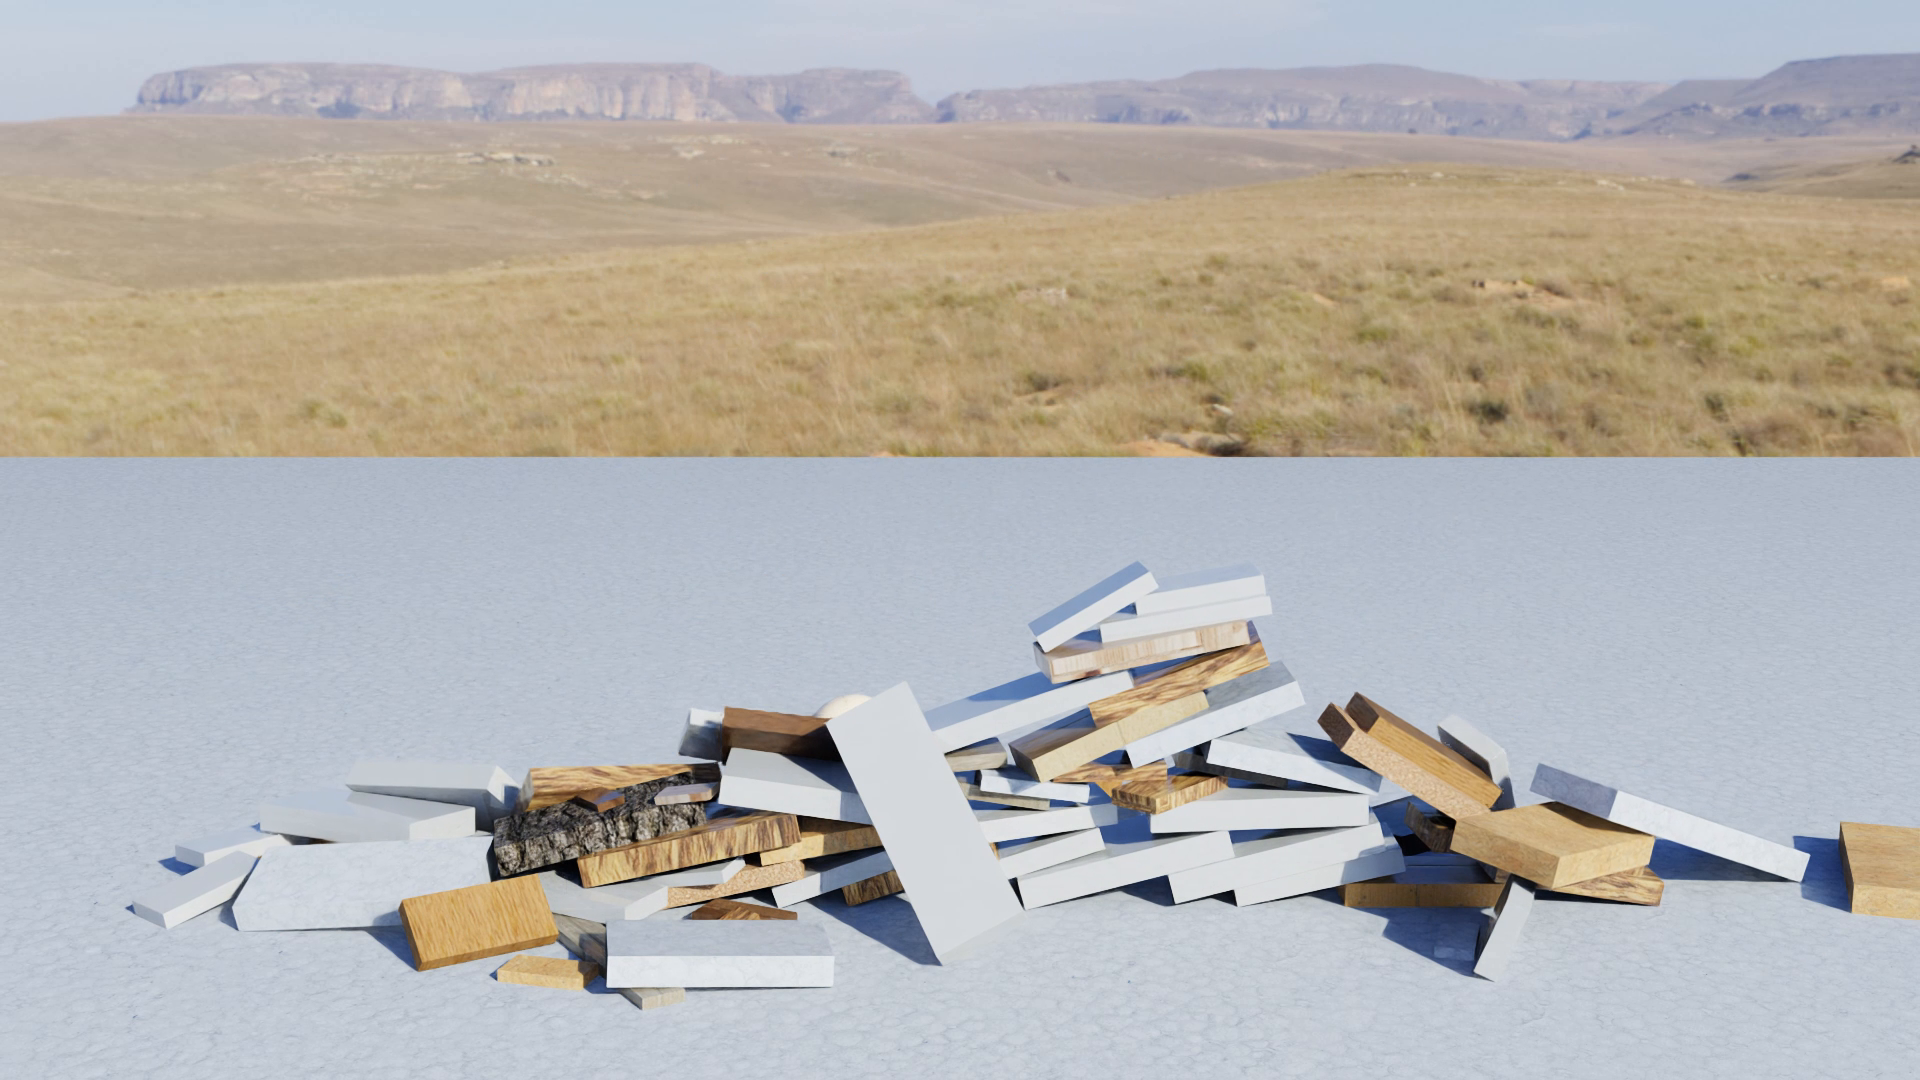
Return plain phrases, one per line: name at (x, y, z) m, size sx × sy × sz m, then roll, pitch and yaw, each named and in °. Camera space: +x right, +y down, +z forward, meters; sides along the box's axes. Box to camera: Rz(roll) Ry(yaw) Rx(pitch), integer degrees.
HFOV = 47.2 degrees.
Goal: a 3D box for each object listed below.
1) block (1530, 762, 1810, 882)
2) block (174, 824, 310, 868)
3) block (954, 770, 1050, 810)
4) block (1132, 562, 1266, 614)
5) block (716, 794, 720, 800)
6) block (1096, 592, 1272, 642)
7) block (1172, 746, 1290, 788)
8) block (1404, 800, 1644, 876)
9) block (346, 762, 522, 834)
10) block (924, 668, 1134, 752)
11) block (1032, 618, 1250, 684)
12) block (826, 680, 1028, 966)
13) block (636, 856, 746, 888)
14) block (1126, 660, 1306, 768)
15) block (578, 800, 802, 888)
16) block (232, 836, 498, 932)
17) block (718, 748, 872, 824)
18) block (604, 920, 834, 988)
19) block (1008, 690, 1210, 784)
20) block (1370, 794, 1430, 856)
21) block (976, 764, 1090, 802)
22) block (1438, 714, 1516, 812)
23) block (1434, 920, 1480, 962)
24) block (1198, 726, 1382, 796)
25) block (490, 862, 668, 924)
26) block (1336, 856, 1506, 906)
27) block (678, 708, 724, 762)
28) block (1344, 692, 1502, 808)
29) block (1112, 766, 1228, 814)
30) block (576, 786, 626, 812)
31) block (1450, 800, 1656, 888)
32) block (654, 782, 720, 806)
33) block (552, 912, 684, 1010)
block at (1.187, 0.473, 3.668) m, size 0.499 × 0.049 × 0.175 m, roll 19°, pitch 0°, yaw -31°
block at (-1.231, 0.521, 3.776) m, size 0.098 × 0.028 × 0.196 m, roll 5°, pitch 10°, yaw 42°
block at (0.007, 0.402, 3.634) m, size 0.282 × 0.025 × 0.089 m, roll 8°, pitch 10°, yaw 0°
block at (0.384, 0.078, 3.585) m, size 0.210 × 0.030 × 0.105 m, roll -10°, pitch 12°, yaw 0°
block at (-0.319, 0.463, 3.831) m, size 0.268 × 0.038 × 0.134 m, roll -16°, pitch 28°, yaw 27°
block at (0.360, 0.117, 3.568) m, size 0.275 × 0.030 × 0.105 m, roll -10°, pitch 12°, yaw 0°
block at (0.444, 0.366, 3.628) m, size 0.185 × 0.026 × 0.093 m, roll 11°, pitch 10°, yaw -3°
block at (0.938, 0.495, 3.655) m, size 0.367 × 0.040 × 0.142 m, roll 8°, pitch 11°, yaw -10°
block at (-0.904, 0.456, 3.874) m, size 0.331 × 0.047 × 0.166 m, roll -2°, pitch -37°, yaw 30°
block at (0.106, 0.264, 3.608) m, size 0.363 × 0.040 × 0.142 m, roll -20°, pitch 10°, yaw 8°
block at (0.291, 0.166, 3.554) m, size 0.326 × 0.038 × 0.134 m, roll -11°, pitch 12°, yaw -7°
block at (-0.057, 0.438, 3.459) m, size 0.147 × 0.042 × 0.454 m, roll -28°, pitch 57°, yaw -1°
block at (-0.488, 0.550, 3.625) m, size 0.262 × 0.021 × 0.076 m, roll -8°, pitch 12°, yaw 23°
block at (0.407, 0.284, 3.601) m, size 0.294 × 0.042 × 0.147 m, roll -21°, pitch 10°, yaw 2°
block at (-0.440, 0.485, 3.617) m, size 0.357 × 0.048 × 0.169 m, roll -12°, pitch 11°, yaw -2°
block at (-0.953, 0.553, 3.541) m, size 0.383 × 0.048 × 0.168 m, roll -3°, pitch 26°, yaw 5°
block at (-0.218, 0.409, 3.616) m, size 0.338 × 0.048 × 0.169 m, roll 8°, pitch 10°, yaw -2°
block at (-0.364, 0.620, 3.306) m, size 0.331 × 0.047 × 0.166 m, roll 2°, pitch 9°, yaw -10°
block at (0.241, 0.303, 3.598) m, size 0.304 × 0.042 × 0.147 m, roll -23°, pitch 10°, yaw -11°
block at (0.837, 0.510, 3.984) m, size 0.294 × 0.042 × 0.147 m, roll -9°, pitch 13°, yaw -39°
block at (0.118, 0.397, 3.612) m, size 0.177 × 0.025 × 0.089 m, roll 7°, pitch 10°, yaw -7°
block at (0.893, 0.425, 3.772) m, size 0.036 × 0.253 × 0.126 m, roll -33°, pitch 39°, yaw -16°
block at (0.777, 0.625, 3.434) m, size 0.061 × 0.017 × 0.121 m, roll 3°, pitch 11°, yaw 17°
block at (0.540, 0.354, 3.615) m, size 0.284 × 0.040 × 0.142 m, roll 11°, pitch 10°, yaw -3°
block at (-0.714, 0.559, 3.612) m, size 0.474 × 0.034 × 0.121 m, roll 7°, pitch 11°, yaw 25°
block at (0.772, 0.569, 3.671) m, size 0.280 × 0.040 × 0.140 m, roll 0°, pitch 11°, yaw 0°
block at (-0.365, 0.347, 3.782) m, size 0.220 × 0.031 × 0.110 m, roll 11°, pitch -37°, yaw -12°
block at (0.758, 0.344, 3.604) m, size 0.253 × 0.036 × 0.126 m, roll 31°, pitch 9°, yaw -14°
block at (0.343, 0.405, 3.583) m, size 0.093 × 0.026 × 0.185 m, roll 8°, pitch 15°, yaw 44°
block at (-0.597, 0.430, 3.645) m, size 0.048 × 0.014 × 0.096 m, roll -18°, pitch 13°, yaw -29°
block at (0.939, 0.477, 3.470) m, size 0.175 × 0.049 × 0.349 m, roll 19°, pitch 12°, yaw 39°
block at (-0.443, 0.412, 3.575) m, size 0.096 × 0.014 × 0.048 m, roll -8°, pitch 12°, yaw 19°
block at (-0.539, 0.636, 3.369) m, size 0.067 × 0.019 × 0.417 m, roll -6°, pitch 12°, yaw -31°
